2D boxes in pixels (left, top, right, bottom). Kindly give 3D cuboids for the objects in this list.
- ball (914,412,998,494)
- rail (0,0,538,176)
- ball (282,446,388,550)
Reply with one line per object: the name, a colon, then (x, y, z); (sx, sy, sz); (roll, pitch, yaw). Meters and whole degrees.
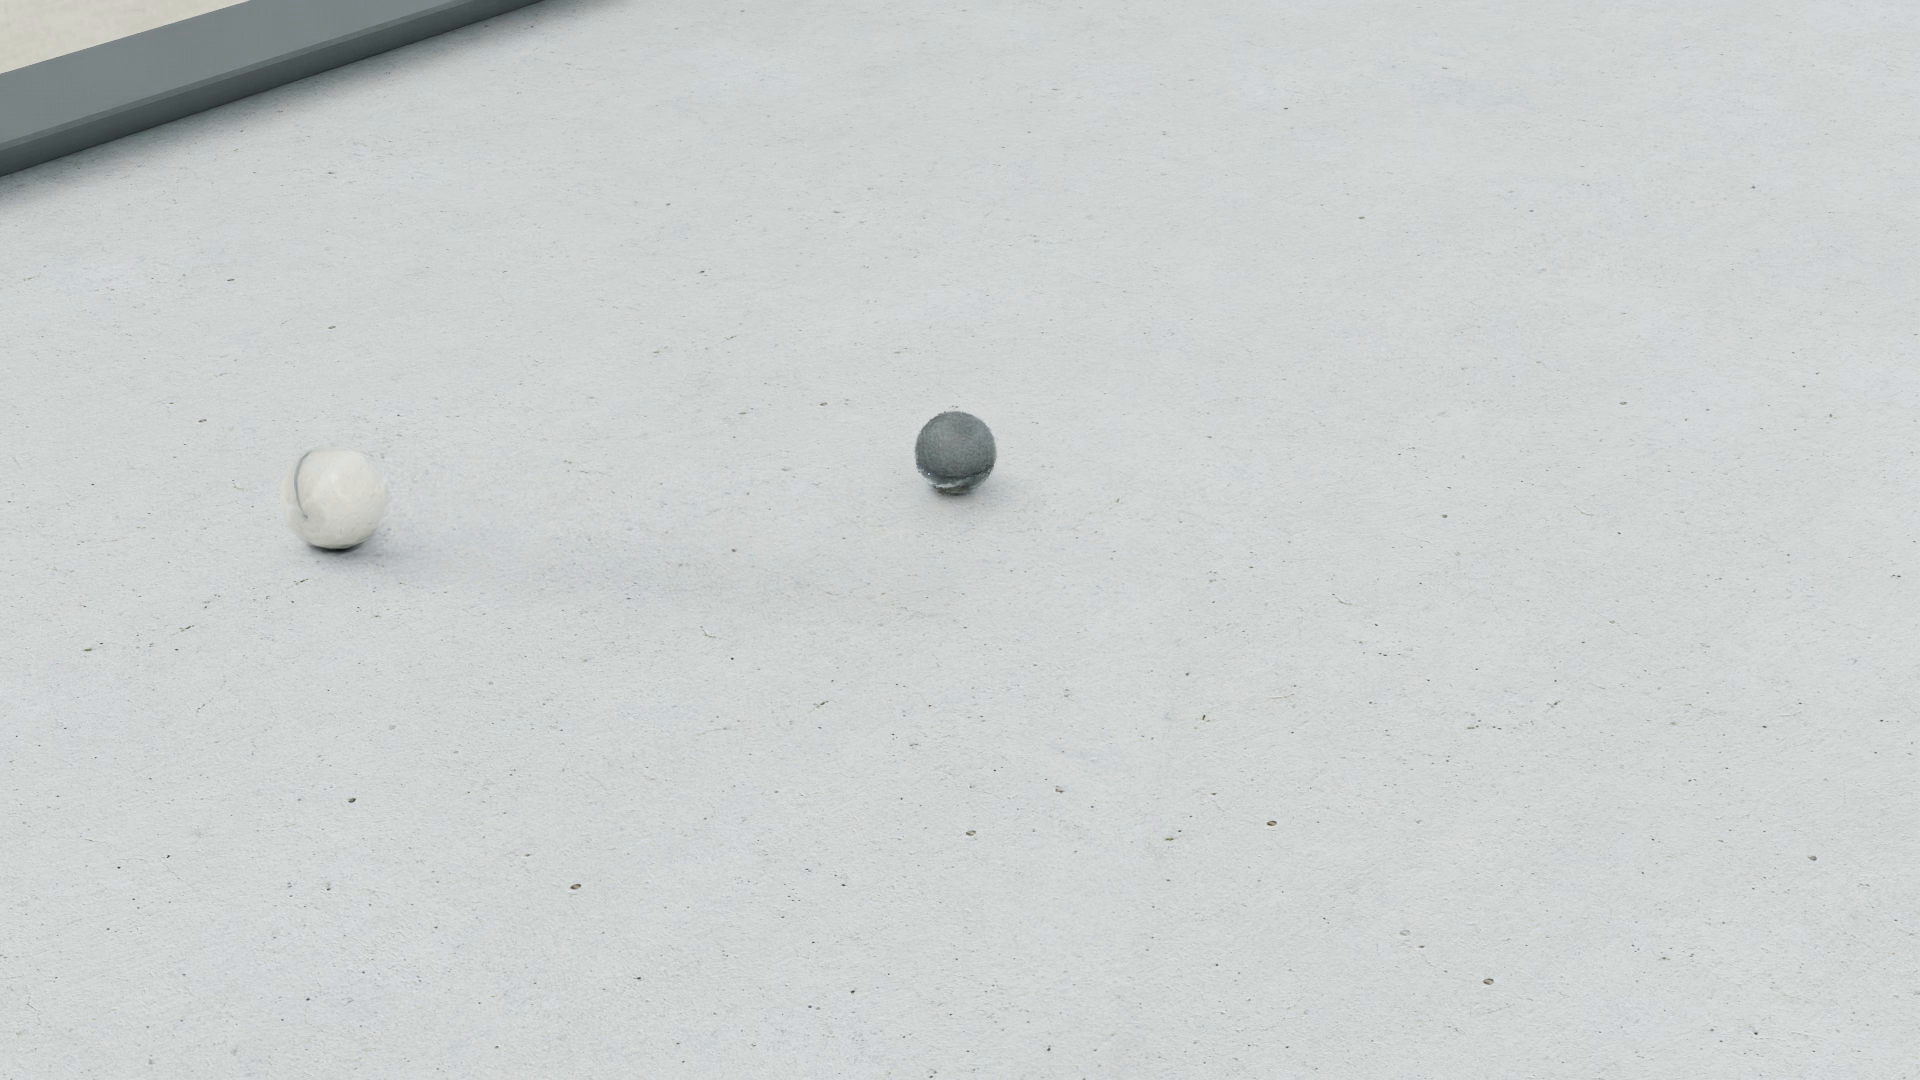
ball: (-0.003, -0.055, 1.844); (0.052, 0.052, 0.052); (0, 27, 0)
rail: (-0.184, -0.665, 3.018); (0.045, 0.081, 4.156); (19, 32, 33)
ball: (-0.377, -0.026, 1.775); (0.063, 0.063, 0.063); (0, 27, 0)
